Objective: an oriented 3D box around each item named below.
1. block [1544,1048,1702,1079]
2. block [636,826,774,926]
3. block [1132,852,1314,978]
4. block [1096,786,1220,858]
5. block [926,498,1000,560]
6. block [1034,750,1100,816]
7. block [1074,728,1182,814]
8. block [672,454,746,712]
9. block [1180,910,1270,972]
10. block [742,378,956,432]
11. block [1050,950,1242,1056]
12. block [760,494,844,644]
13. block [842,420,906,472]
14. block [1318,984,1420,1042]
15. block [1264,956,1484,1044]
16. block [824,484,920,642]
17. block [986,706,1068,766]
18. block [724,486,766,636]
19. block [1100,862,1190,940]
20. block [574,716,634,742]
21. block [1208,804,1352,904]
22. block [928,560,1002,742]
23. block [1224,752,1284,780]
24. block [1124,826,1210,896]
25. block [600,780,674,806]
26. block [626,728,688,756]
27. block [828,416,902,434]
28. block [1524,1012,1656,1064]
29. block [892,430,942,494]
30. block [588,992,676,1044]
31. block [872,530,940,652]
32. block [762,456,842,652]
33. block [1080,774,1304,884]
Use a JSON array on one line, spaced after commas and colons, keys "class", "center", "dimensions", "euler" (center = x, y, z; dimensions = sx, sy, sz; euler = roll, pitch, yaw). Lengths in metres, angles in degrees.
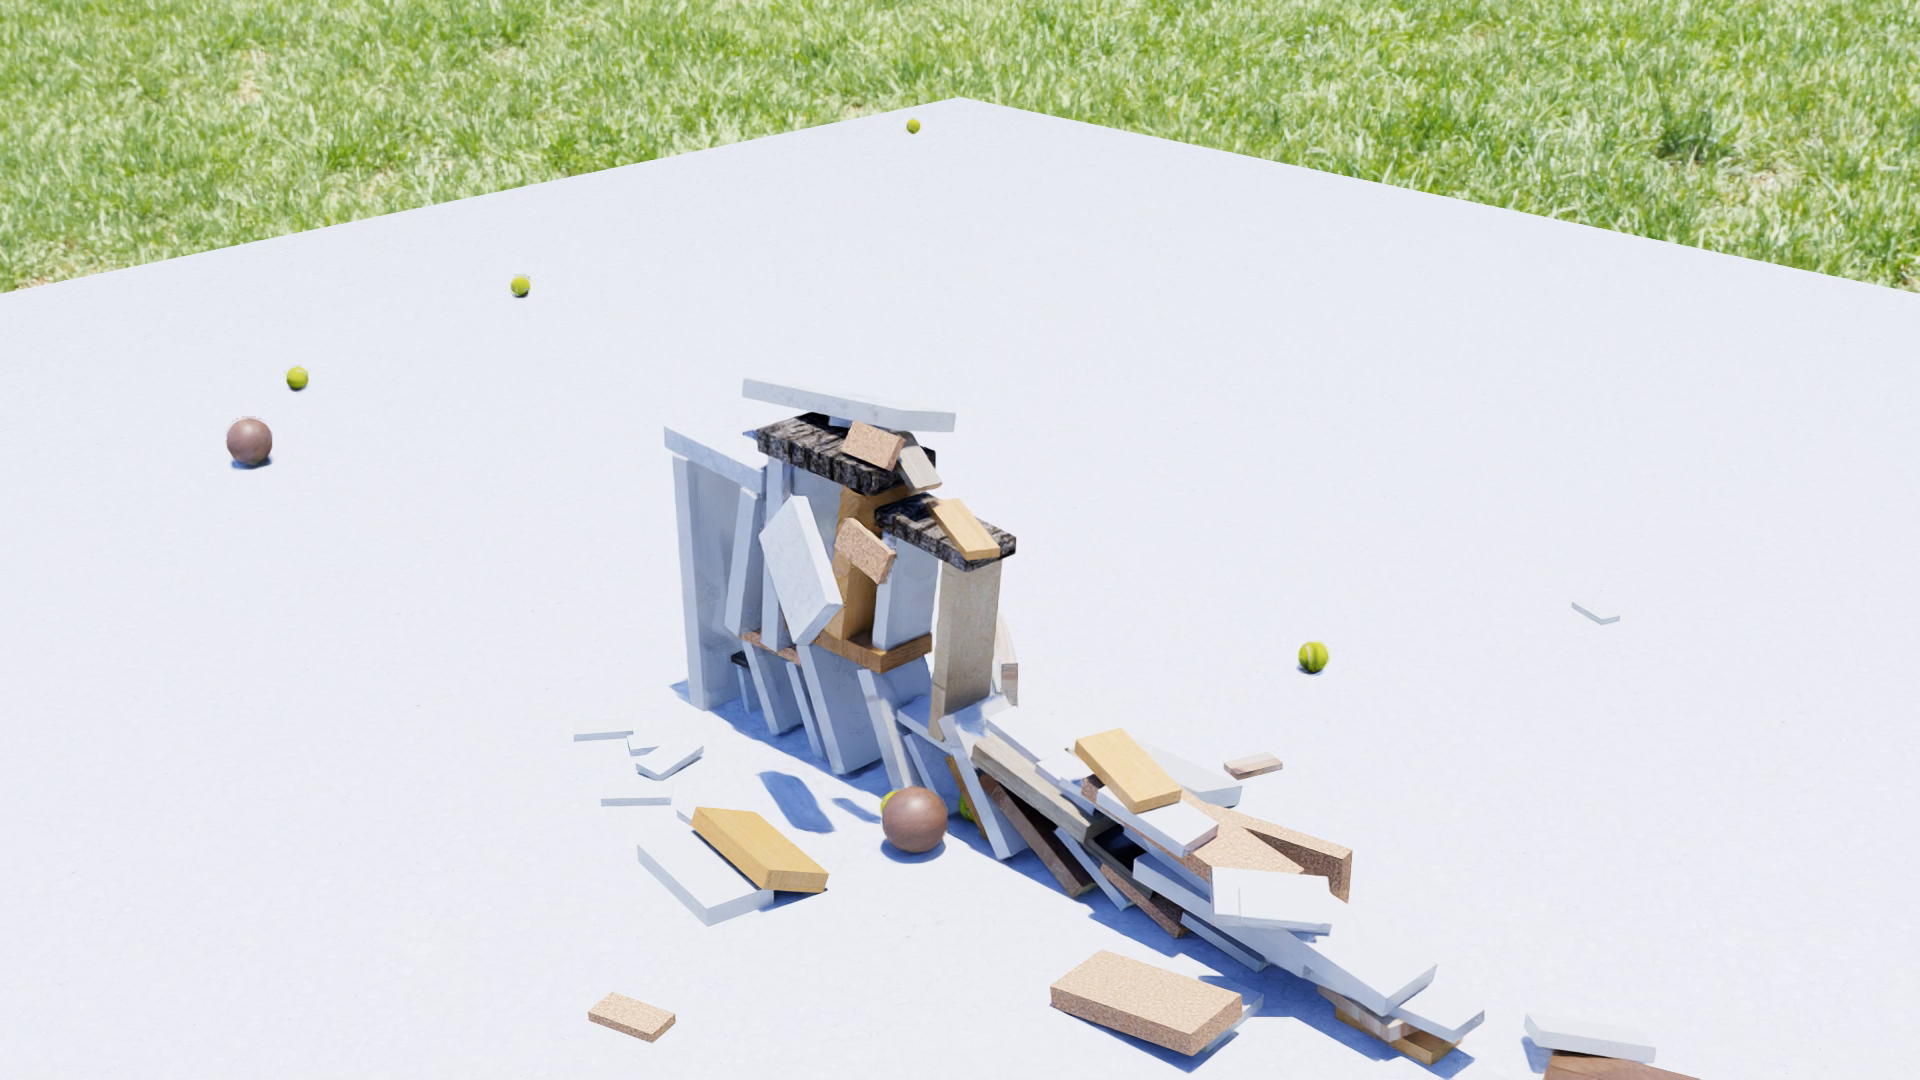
[{"class": "block", "center": [1.090, 0.903, 3.585], "dimensions": [0.261, 0.037, 0.130], "euler": [11, 25, 23]}, {"class": "block", "center": [-0.489, 0.637, 4.208], "dimensions": [0.142, 0.040, 0.283], "euler": [-15, 27, -31]}, {"class": "block", "center": [0.508, 0.651, 3.956], "dimensions": [0.146, 0.041, 0.404], "euler": [-19, 32, -38]}, {"class": "block", "center": [0.355, 0.493, 3.965], "dimensions": [0.203, 0.029, 0.101], "euler": [30, 38, 34]}, {"class": "block", "center": [0.005, -0.022, 4.207], "dimensions": [0.067, 0.019, 0.227], "euler": [-6, 27, -19]}, {"class": "block", "center": [0.222, 0.458, 4.157], "dimensions": [0.076, 0.022, 0.152], "euler": [-22, 44, -40]}, {"class": "block", "center": [0.306, 0.421, 4.019], "dimensions": [0.101, 0.029, 0.202], "euler": [-12, 35, -28]}, {"class": "block", "center": [-0.528, 0.076, 4.827], "dimensions": [0.173, 0.589, 0.049], "euler": [-21, 29, -40]}, {"class": "block", "center": [0.499, 0.715, 4.004], "dimensions": [0.175, 0.025, 0.087], "euler": [30, 36, 32]}, {"class": "block", "center": [-0.233, -0.276, 4.473], "dimensions": [0.142, 0.040, 0.518], "euler": [0, 10, -42]}, {"class": "block", "center": [0.319, 0.794, 3.788], "dimensions": [0.299, 0.042, 0.149], "euler": [10, 24, 40]}, {"class": "block", "center": [-0.309, 0.057, 4.260], "dimensions": [0.037, 0.131, 0.262], "euler": [8, 48, -37]}, {"class": "block", "center": [-0.169, -0.183, 4.258], "dimensions": [0.133, 0.067, 0.019], "euler": [23, -1, 42]}, {"class": "block", "center": [0.712, 0.792, 3.775], "dimensions": [0.098, 0.028, 0.195], "euler": [-14, 21, -26]}, {"class": "block", "center": [0.707, 0.763, 3.778], "dimensions": [0.087, 0.025, 0.402], "euler": [-20, 25, -38]}, {"class": "block", "center": [-0.175, 0.024, 4.420], "dimensions": [0.171, 0.342, 0.048], "euler": [-21, 42, -41]}, {"class": "block", "center": [0.129, 0.381, 4.251], "dimensions": [0.076, 0.022, 0.152], "euler": [-20, 43, -39]}, {"class": "block", "center": [-0.398, 0.026, 4.647], "dimensions": [0.173, 0.347, 0.049], "euler": [-20, 43, -39]}, {"class": "block", "center": [0.367, 0.653, 4.106], "dimensions": [0.099, 0.028, 0.199], "euler": [-22, 50, -41]}, {"class": "block", "center": [-0.773, 0.411, 4.770], "dimensions": [0.128, 0.018, 0.064], "euler": [-3, 23, -7]}, {"class": "block", "center": [0.587, 0.610, 4.131], "dimensions": [0.299, 0.149, 0.042], "euler": [15, 27, 32]}, {"class": "block", "center": [0.011, 0.202, 4.303], "dimensions": [0.131, 0.391, 0.037], "euler": [-21, 37, -41]}, {"class": "block", "center": [0.616, 0.475, 4.621], "dimensions": [0.112, 0.016, 0.056], "euler": [-11, 25, -24]}, {"class": "block", "center": [0.449, 0.567, 4.035], "dimensions": [0.146, 0.041, 0.292], "euler": [-15, 29, -32]}, {"class": "block", "center": [-0.661, 0.520, 4.510], "dimensions": [0.142, 0.019, 0.068], "euler": [-1, 23, -2]}, {"class": "block", "center": [-0.646, 0.435, 4.714], "dimensions": [0.128, 0.018, 0.064], "euler": [-6, 24, -13]}, {"class": "block", "center": [-0.188, -0.232, 4.409], "dimensions": [0.133, 0.019, 0.067], "euler": [9, 8, 21]}, {"class": "block", "center": [1.056, 0.835, 3.689], "dimensions": [0.195, 0.028, 0.098], "euler": [8, 5, 0]}, {"class": "block", "center": [-0.095, -0.152, 4.264], "dimensions": [0.067, 0.019, 0.134], "euler": [-13, 61, -37]}, {"class": "block", "center": [-0.566, 0.824, 3.795], "dimensions": [0.136, 0.019, 0.068], "euler": [12, 26, 27]}, {"class": "block", "center": [-0.104, 0.084, 4.384], "dimensions": [0.130, 0.261, 0.037], "euler": [-21, 39, -40]}, {"class": "block", "center": [-0.326, 0.009, 4.573], "dimensions": [0.171, 0.436, 0.048], "euler": [-21, 37, -41]}, {"class": "block", "center": [0.417, 0.527, 3.983], "dimensions": [0.131, 0.037, 0.420], "euler": [-22, 41, -39]}]
